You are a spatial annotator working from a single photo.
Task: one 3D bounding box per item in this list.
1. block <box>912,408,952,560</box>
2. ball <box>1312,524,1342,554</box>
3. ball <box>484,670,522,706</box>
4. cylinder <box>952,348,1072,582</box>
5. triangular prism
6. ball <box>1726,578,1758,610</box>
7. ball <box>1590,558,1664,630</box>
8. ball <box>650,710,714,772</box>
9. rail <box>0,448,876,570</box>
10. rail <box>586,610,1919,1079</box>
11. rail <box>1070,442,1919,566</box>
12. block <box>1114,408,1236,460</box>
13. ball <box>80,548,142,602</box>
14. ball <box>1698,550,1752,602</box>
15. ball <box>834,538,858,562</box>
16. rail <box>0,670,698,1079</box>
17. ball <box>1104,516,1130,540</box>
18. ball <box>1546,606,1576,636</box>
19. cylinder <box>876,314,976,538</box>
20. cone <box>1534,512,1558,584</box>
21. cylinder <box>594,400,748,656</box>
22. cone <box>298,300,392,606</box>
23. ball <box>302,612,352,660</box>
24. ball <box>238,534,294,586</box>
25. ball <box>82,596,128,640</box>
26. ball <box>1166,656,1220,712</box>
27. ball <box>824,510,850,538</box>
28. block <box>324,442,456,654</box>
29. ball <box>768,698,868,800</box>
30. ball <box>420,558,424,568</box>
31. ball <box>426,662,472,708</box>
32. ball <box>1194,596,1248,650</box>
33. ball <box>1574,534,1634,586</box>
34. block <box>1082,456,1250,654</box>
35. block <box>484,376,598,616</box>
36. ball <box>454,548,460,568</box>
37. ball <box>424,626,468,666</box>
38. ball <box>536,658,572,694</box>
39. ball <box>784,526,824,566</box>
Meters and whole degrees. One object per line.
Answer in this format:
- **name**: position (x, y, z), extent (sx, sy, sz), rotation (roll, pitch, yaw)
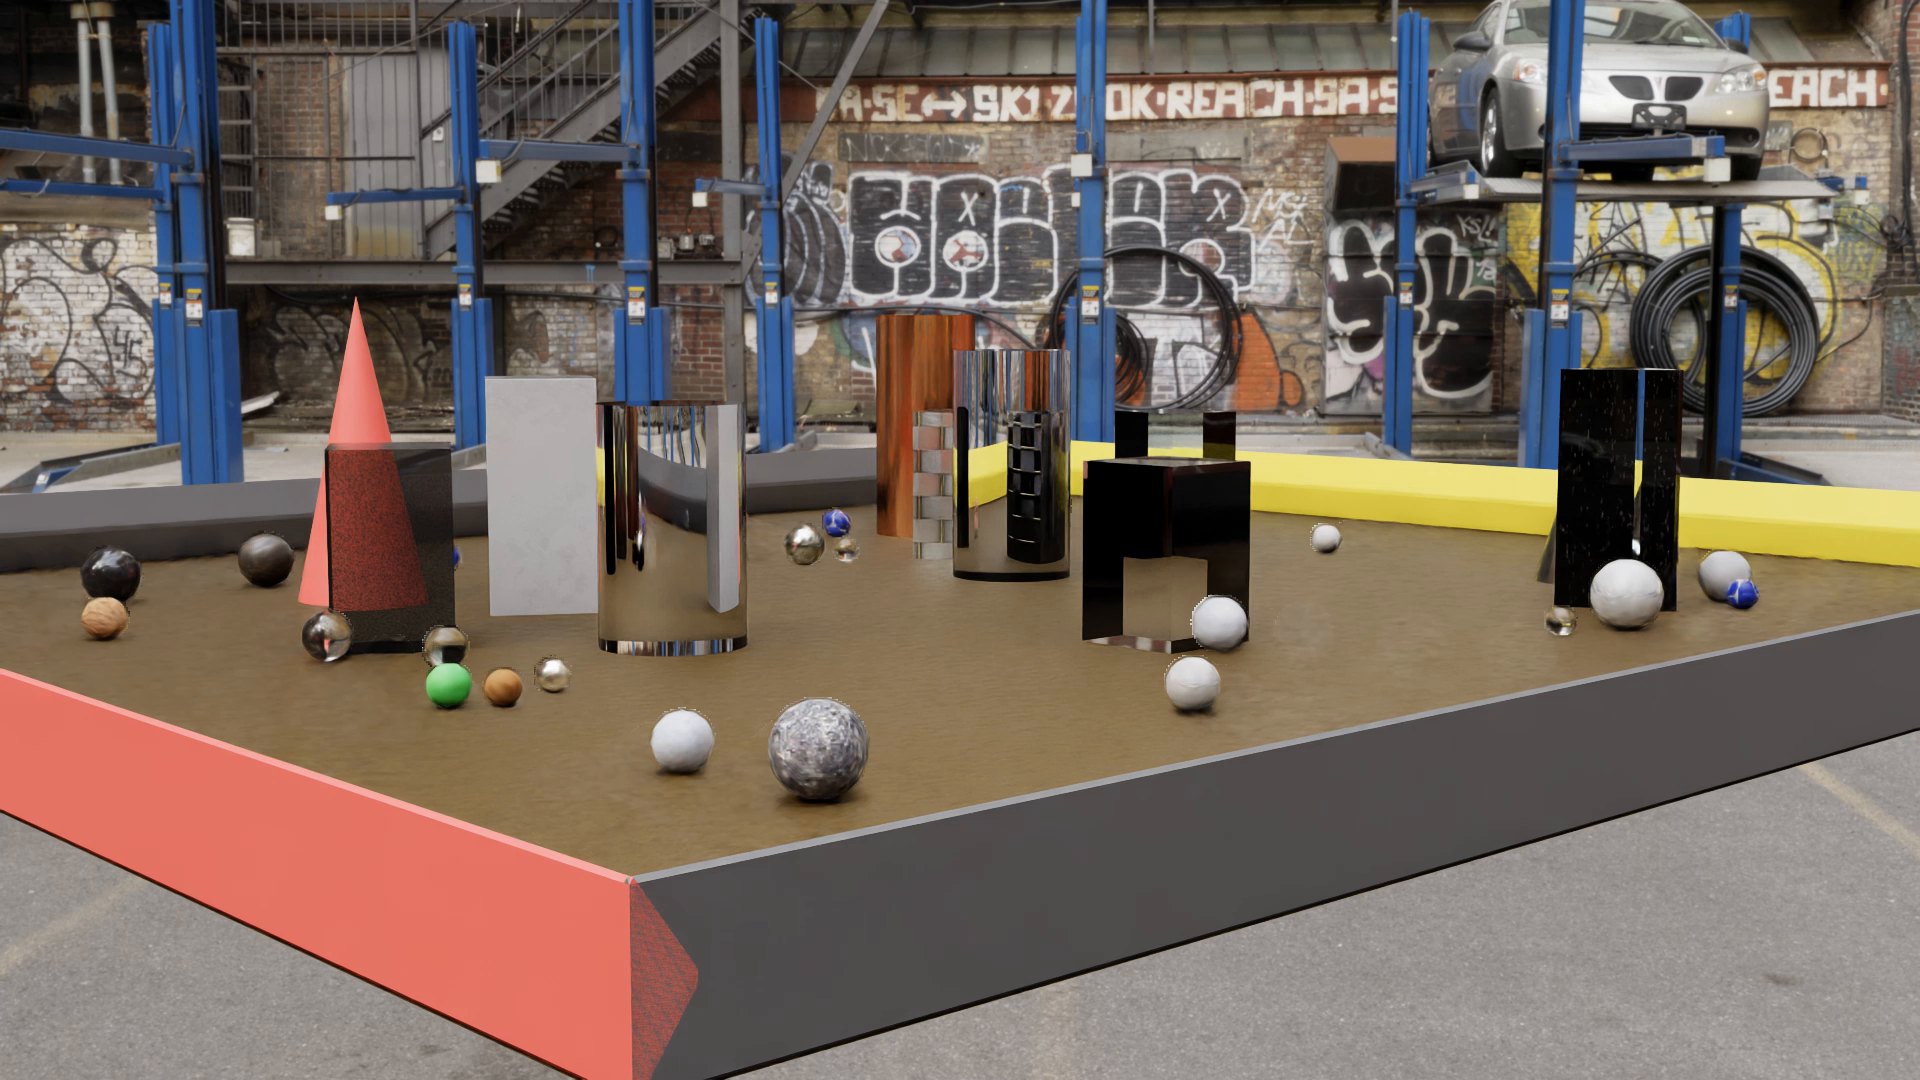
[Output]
- **block**: position (0.011, -0.104, 4.007), extent (0.159, 0.264, 0.159), rotation (1, 6, 13)
- **ball**: position (0.676, -0.002, 4.051), extent (0.053, 0.053, 0.053), rotation (0, 6, 0)
- **ball**: position (-0.515, 0.167, 2.483), extent (0.042, 0.042, 0.042), rotation (0, 6, 0)
- **cylinder**: position (0.087, -0.129, 3.696), extent (0.198, 0.379, 0.198), rotation (0, 6, 0)
- **triangular prism**: position (1.007, -0.082, 3.350), extent (0.172, 0.358, 0.149), rotation (2, 6, 20)
- **ball**: position (1.170, 0.081, 3.287), extent (0.046, 0.046, 0.046), rotation (0, 6, 0)
- **ball**: position (0.934, 0.076, 3.080), extent (0.099, 0.099, 0.099), rotation (0, 6, 0)
- **ball**: position (-0.268, 0.195, 2.125), extent (0.060, 0.060, 0.060), rotation (0, 6, 0)
- **rail**: position (-0.954, -0.074, 4.360), extent (3.139, 0.129, 0.045), rotation (-5, 8, -42)
- **rail**: position (0.954, 0.141, 2.304), extent (3.139, 0.129, 0.045), rotation (-5, 8, -42)
- **rail**: position (1.136, -0.075, 4.374), extent (0.045, 0.129, 2.860), rotation (-5, 8, -42)
- **block**: position (0.401, -0.111, 4.102), extent (0.159, 0.259, 0.159), rotation (-4, 7, -37)
- **ball**: position (-1.293, 0.054, 3.349), extent (0.086, 0.086, 0.086), rotation (0, 6, 0)
- **ball**: position (1.176, 0.055, 3.381), extent (0.078, 0.078, 0.078), rotation (0, 6, 0)
- **ball**: position (-0.202, 0.018, 3.913), extent (0.042, 0.042, 0.042), rotation (0, 6, 0)
- **rail**: position (-1.136, 0.142, 2.289), extent (0.045, 0.129, 2.860), rotation (-5, 8, -42)
- **ball**: position (0.305, -0.024, 4.282), extent (0.048, 0.048, 0.048), rotation (0, 6, 0)
- **ball**: position (0.825, 0.111, 3.018), extent (0.041, 0.041, 0.041), rotation (0, 6, 0)
- **cylinder**: position (-0.068, -0.231, 4.398), extent (0.198, 0.436, 0.198), rotation (0, 6, 0)
- **cone**: position (1.053, -0.095, 3.626), extent (0.198, 0.325, 0.198), rotation (0, 6, 0)
- **cylinder**: position (-0.383, -0.020, 2.923), extent (0.198, 0.323, 0.198), rotation (0, 6, 0)
- **cone**: position (-0.927, -0.142, 3.397), extent (0.198, 0.467, 0.198), rotation (0, 6, 0)
- **ball**: position (-0.807, 0.123, 2.804), extent (0.062, 0.062, 0.062), rotation (0, 6, 0)
- **ball**: position (-1.123, 0.033, 3.558), extent (0.086, 0.086, 0.086), rotation (0, 6, 0)
- **ball**: position (-1.162, 0.106, 2.989), extent (0.058, 0.058, 0.058), rotation (0, 6, 0)
- **ball**: position (0.259, 0.161, 2.447), extent (0.061, 0.061, 0.061), rotation (0, 6, 0)
- **ball**: position (-0.242, -0.032, 4.330), extent (0.054, 0.054, 0.054), rotation (0, 6, 0)
- **block**: position (-0.757, 0.007, 2.931), extent (0.159, 0.266, 0.159), rotation (-1, 6, -13)
- **ball**: position (-0.130, 0.191, 2.008), extent (0.092, 0.092, 0.092), rotation (0, 6, 0)
- **ball**: position (-0.903, 0.045, 3.599), extent (0.052, 0.052, 0.052), rotation (0, 6, 0)
- **ball**: position (-0.576, 0.163, 2.476), extent (0.050, 0.050, 0.050), rotation (0, 6, 0)
- **ball**: position (0.340, 0.109, 2.871), extent (0.071, 0.071, 0.071), rotation (0, 6, 0)
- **ball**: position (1.023, 0.035, 3.492), extent (0.092, 0.092, 0.092), rotation (0, 6, 0)
- **block**: position (0.277, 0.015, 2.960), extent (0.159, 0.244, 0.159), rotation (-6, 8, -43)
- **block**: position (-0.627, -0.070, 3.293), extent (0.159, 0.346, 0.159), rotation (-1, 6, -12)
- **ball**: position (-0.883, 0.030, 3.780), extent (0.045, 0.045, 0.045), rotation (0, 6, 0)
- **ball**: position (-0.641, 0.134, 2.743), extent (0.053, 0.053, 0.053), rotation (0, 6, 0)
- **ball**: position (-0.475, 0.158, 2.567), extent (0.041, 0.041, 0.041), rotation (0, 6, 0)
- **ball**: position (-0.272, 0.010, 3.856), extent (0.070, 0.070, 0.070), rotation (0, 6, 0)
